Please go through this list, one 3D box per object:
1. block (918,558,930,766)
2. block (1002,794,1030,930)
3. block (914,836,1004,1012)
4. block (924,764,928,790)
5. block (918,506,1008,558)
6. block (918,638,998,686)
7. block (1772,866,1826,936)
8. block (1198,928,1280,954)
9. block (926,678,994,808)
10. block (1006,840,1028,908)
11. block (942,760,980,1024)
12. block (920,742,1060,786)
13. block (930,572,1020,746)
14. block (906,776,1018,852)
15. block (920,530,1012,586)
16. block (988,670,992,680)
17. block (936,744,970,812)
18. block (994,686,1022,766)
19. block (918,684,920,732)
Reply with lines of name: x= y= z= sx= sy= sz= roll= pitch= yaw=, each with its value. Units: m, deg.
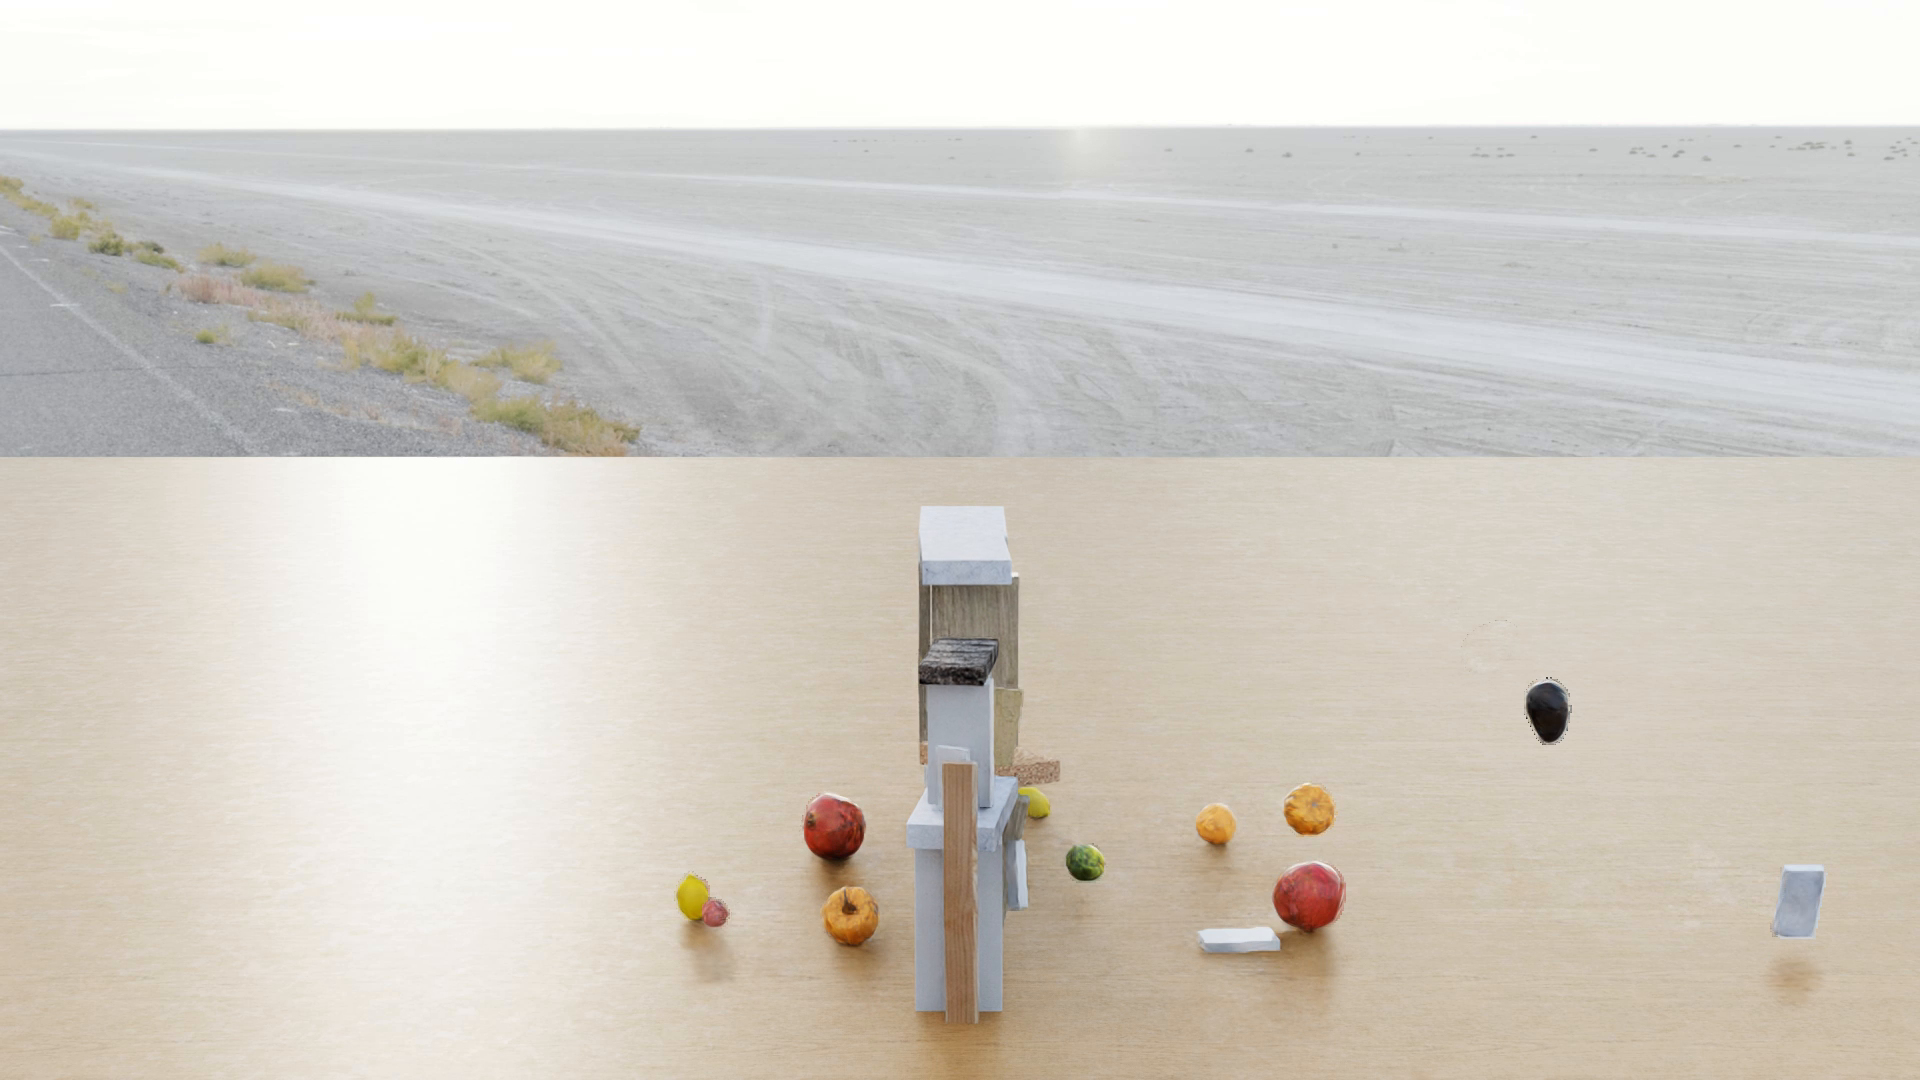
block: x=0.001 y=0.204 z=3.690 sx=0.139 sy=0.349 sz=0.039 roll=0 pitch=10 yaw=0
block: x=0.027 y=0.503 z=3.428 sx=0.120 sy=0.239 sz=0.034 roll=13 pitch=12 yaw=6
block: x=-0.002 y=0.554 z=3.173 sx=0.126 sy=0.252 sz=0.036 roll=0 pitch=11 yaw=0
block: x=0.002 y=0.484 z=3.583 sx=0.120 sy=0.239 sz=0.034 roll=-1 pitch=10 yaw=-4
block: x=0.005 y=-0.014 z=3.966 sx=0.154 sy=0.044 sz=0.308 roll=0 pitch=11 yaw=0
block: x=0.000 y=0.177 z=3.226 sx=0.093 sy=0.026 sz=0.185 roll=1 pitch=11 yaw=8
block: x=1.300 y=0.560 z=3.410 sx=0.059 sy=0.117 sz=0.017 roll=1 pitch=23 yaw=1
block: x=0.434 y=0.625 z=3.434 sx=0.117 sy=0.017 sz=0.059 roll=-1 pitch=11 yaw=-6
block: x=0.001 y=0.293 z=3.185 sx=0.093 sy=0.185 sz=0.026 roll=2 pitch=11 yaw=13
block: x=0.081 y=0.478 z=3.145 sx=0.013 sy=0.094 sz=0.047 roll=0 pitch=-10 yaw=-18
block: x=0.002 y=0.499 z=3.109 sx=0.047 sy=0.382 sz=0.013 roll=1 pitch=11 yaw=9
block: x=0.045 y=0.353 z=3.508 sx=0.120 sy=0.034 sz=0.239 roll=-4 pitch=7 yaw=-29
block: x=0.023 y=0.192 z=3.543 sx=0.139 sy=0.277 sz=0.039 roll=-1 pitch=10 yaw=-5
block: x=0.005 y=0.398 z=3.227 sx=0.126 sy=0.036 sz=0.252 roll=2 pitch=11 yaw=9
block: x=0.006 y=0.027 z=3.570 sx=0.139 sy=0.039 sz=0.277 roll=0 pitch=10 yaw=-2
block: x=0.000 y=0.271 z=3.303 sx=0.093 sy=0.185 sz=0.026 roll=0 pitch=11 yaw=3
block: x=-0.009 y=0.344 z=3.157 sx=0.047 sy=0.094 sz=0.013 roll=4 pitch=11 yaw=25
block: x=0.059 y=0.286 z=3.386 sx=0.058 sy=0.117 sz=0.017 roll=8 pitch=4 yaw=-4
block: x=0.004 y=0.183 z=3.896 sx=0.154 sy=0.317 sz=0.044 roll=0 pitch=10 yaw=1
